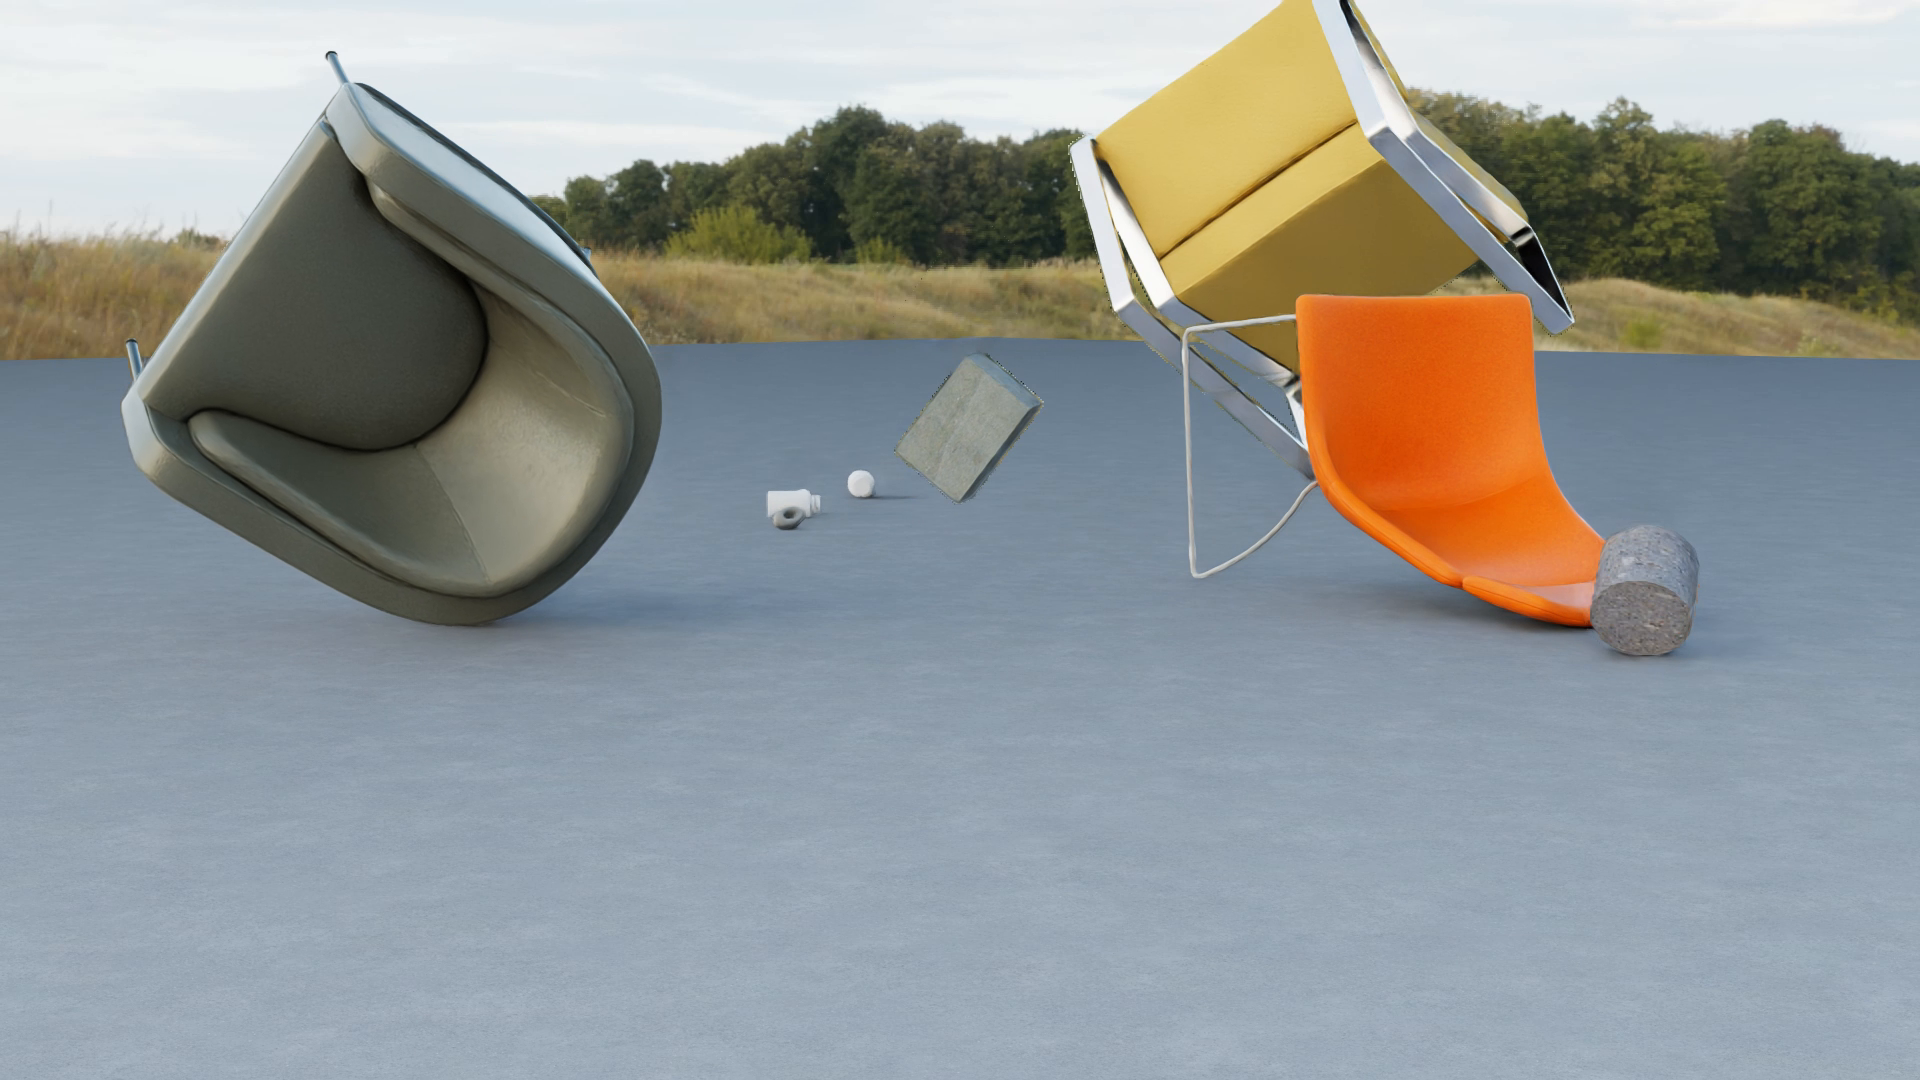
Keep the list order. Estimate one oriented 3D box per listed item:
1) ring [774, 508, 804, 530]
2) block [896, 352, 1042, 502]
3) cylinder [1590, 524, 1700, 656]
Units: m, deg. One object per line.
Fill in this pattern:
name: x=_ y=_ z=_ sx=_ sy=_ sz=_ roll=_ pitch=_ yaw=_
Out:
ring: x=-0.448 y=-0.056 z=6.705 sx=0.057 sy=0.034 sz=0.107 roll=43 pitch=37 yaw=18
block: x=0.023 y=-0.291 z=6.605 sx=0.212 sy=0.315 sz=0.121 roll=40 pitch=19 yaw=7
cylinder: x=1.194 y=0.087 z=4.473 sx=0.171 sy=0.162 sz=0.164 roll=11 pitch=39 yaw=13
